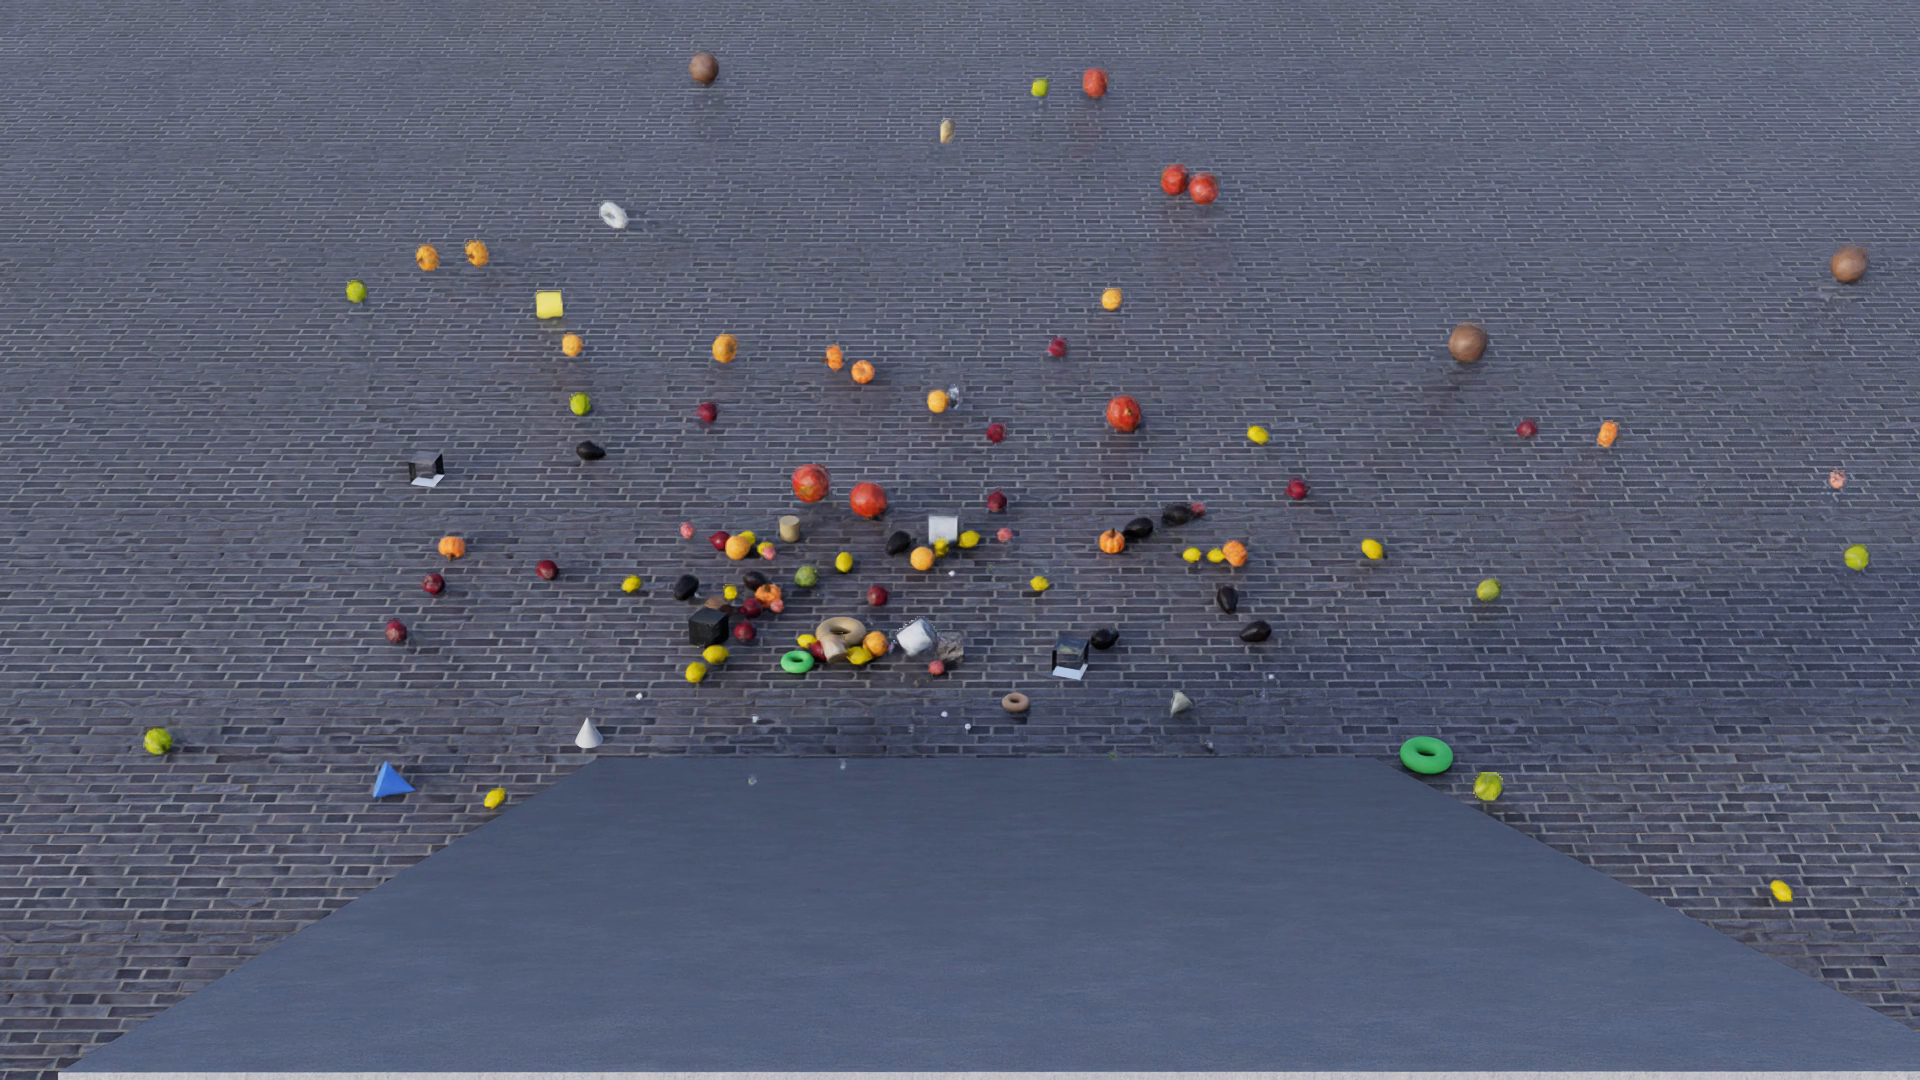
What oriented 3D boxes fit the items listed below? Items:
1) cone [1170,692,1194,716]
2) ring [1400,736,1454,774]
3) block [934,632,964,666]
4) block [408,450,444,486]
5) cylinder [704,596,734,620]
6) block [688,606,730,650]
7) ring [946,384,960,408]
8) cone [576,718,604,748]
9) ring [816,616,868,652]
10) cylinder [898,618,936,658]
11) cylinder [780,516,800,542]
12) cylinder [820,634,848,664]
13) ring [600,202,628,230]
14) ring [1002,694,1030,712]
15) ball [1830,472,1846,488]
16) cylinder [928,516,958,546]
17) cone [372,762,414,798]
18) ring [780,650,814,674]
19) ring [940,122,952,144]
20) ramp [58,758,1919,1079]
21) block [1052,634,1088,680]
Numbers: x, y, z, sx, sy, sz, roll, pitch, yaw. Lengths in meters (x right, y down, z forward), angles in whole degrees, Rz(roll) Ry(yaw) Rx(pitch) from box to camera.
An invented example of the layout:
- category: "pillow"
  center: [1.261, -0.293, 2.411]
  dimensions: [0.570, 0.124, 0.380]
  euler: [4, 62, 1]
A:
- category: "cone"
  center: [0.586, 0.455, 6.994]
  dimensions: [0.064, 0.064, 0.064]
  euler: [29, 68, 39]
- category: "ring"
  center: [1.224, 0.565, 6.791]
  dimensions: [0.140, 0.047, 0.140]
  euler: [1, 29, 0]
- category: "block"
  center: [-0.030, 0.304, 7.206]
  dimensions: [0.069, 0.069, 0.069]
  euler: [-1, 30, -8]
- category: "block"
  center: [-1.669, -0.223, 8.096]
  dimensions: [0.079, 0.079, 0.079]
  euler: [7, 31, 12]
- category: "cylinder"
  center: [-0.689, 0.198, 7.399]
  dimensions: [0.060, 0.060, 0.060]
  euler: [-20, 36, -31]
- category: "block"
  center: [-0.708, 0.249, 7.293]
  dimensions: [0.080, 0.080, 0.080]
  euler: [16, 34, 25]
- category: "ring"
  center: [-0.025, -0.472, 8.516]
  dimensions: [0.028, 0.083, 0.083]
  euler: [-3, 30, -20]
- category: "cone"
  center: [-0.987, 0.500, 6.872]
  dimensions: [0.074, 0.074, 0.074]
  euler: [0, 30, 0]
- category: "ring"
  center: [-0.335, 0.266, 7.296]
  dimensions: [0.148, 0.049, 0.148]
  euler: [0, 29, 0]
- category: "cylinder"
  center: [-0.120, 0.271, 7.188]
  dimensions: [0.078, 0.078, 0.078]
  euler: [-35, 28, 14]
- category: "cylinder"
  center: [-0.513, -0.033, 7.791]
  dimensions: [0.060, 0.060, 0.060]
  euler: [0, 30, 0]
- category: "cylinder"
  center: [-0.348, 0.301, 7.162]
  dimensions: [0.060, 0.060, 0.060]
  euler: [-12, 63, -19]
- category: "ring"
  center: [-1.299, -1.220, 9.735]
  dimensions: [0.120, 0.120, 0.040]
  euler: [19, 56, 29]
- category: "ring"
  center: [0.153, 0.441, 7.021]
  dimensions: [0.077, 0.026, 0.077]
  euler: [0, 29, 0]
- category: "ball"
  center: [2.733, -0.185, 8.058]
  dimensions: [0.051, 0.051, 0.051]
  euler: [0, 30, 0]
- category: "cylinder"
  center: [-0.050, -0.027, 7.757]
  dimensions: [0.085, 0.085, 0.085]
  euler: [1, 30, 1]
- category: "cone"
  center: [-1.450, 0.632, 6.679]
  dimensions: [0.098, 0.098, 0.098]
  euler: [20, 25, -20]
- category: "ring"
  center: [-0.451, 0.339, 7.189]
  dimensions: [0.094, 0.031, 0.094]
  euler: [0, 29, 0]
- category: "ring"
  center: [-0.055, -1.643, 10.429]
  dimensions: [0.030, 0.091, 0.091]
  euler: [9, 32, 18]
- category: "ramp"
  center: [0.068, 0.605, 4.671]
  dimensions: [2.000, 0.100, 4.000]
  euler: [0, 0, 0]
- category: "block"
  center: [0.305, 0.325, 7.163]
  dimensions: [0.082, 0.082, 0.082]
  euler: [9, 32, 16]
